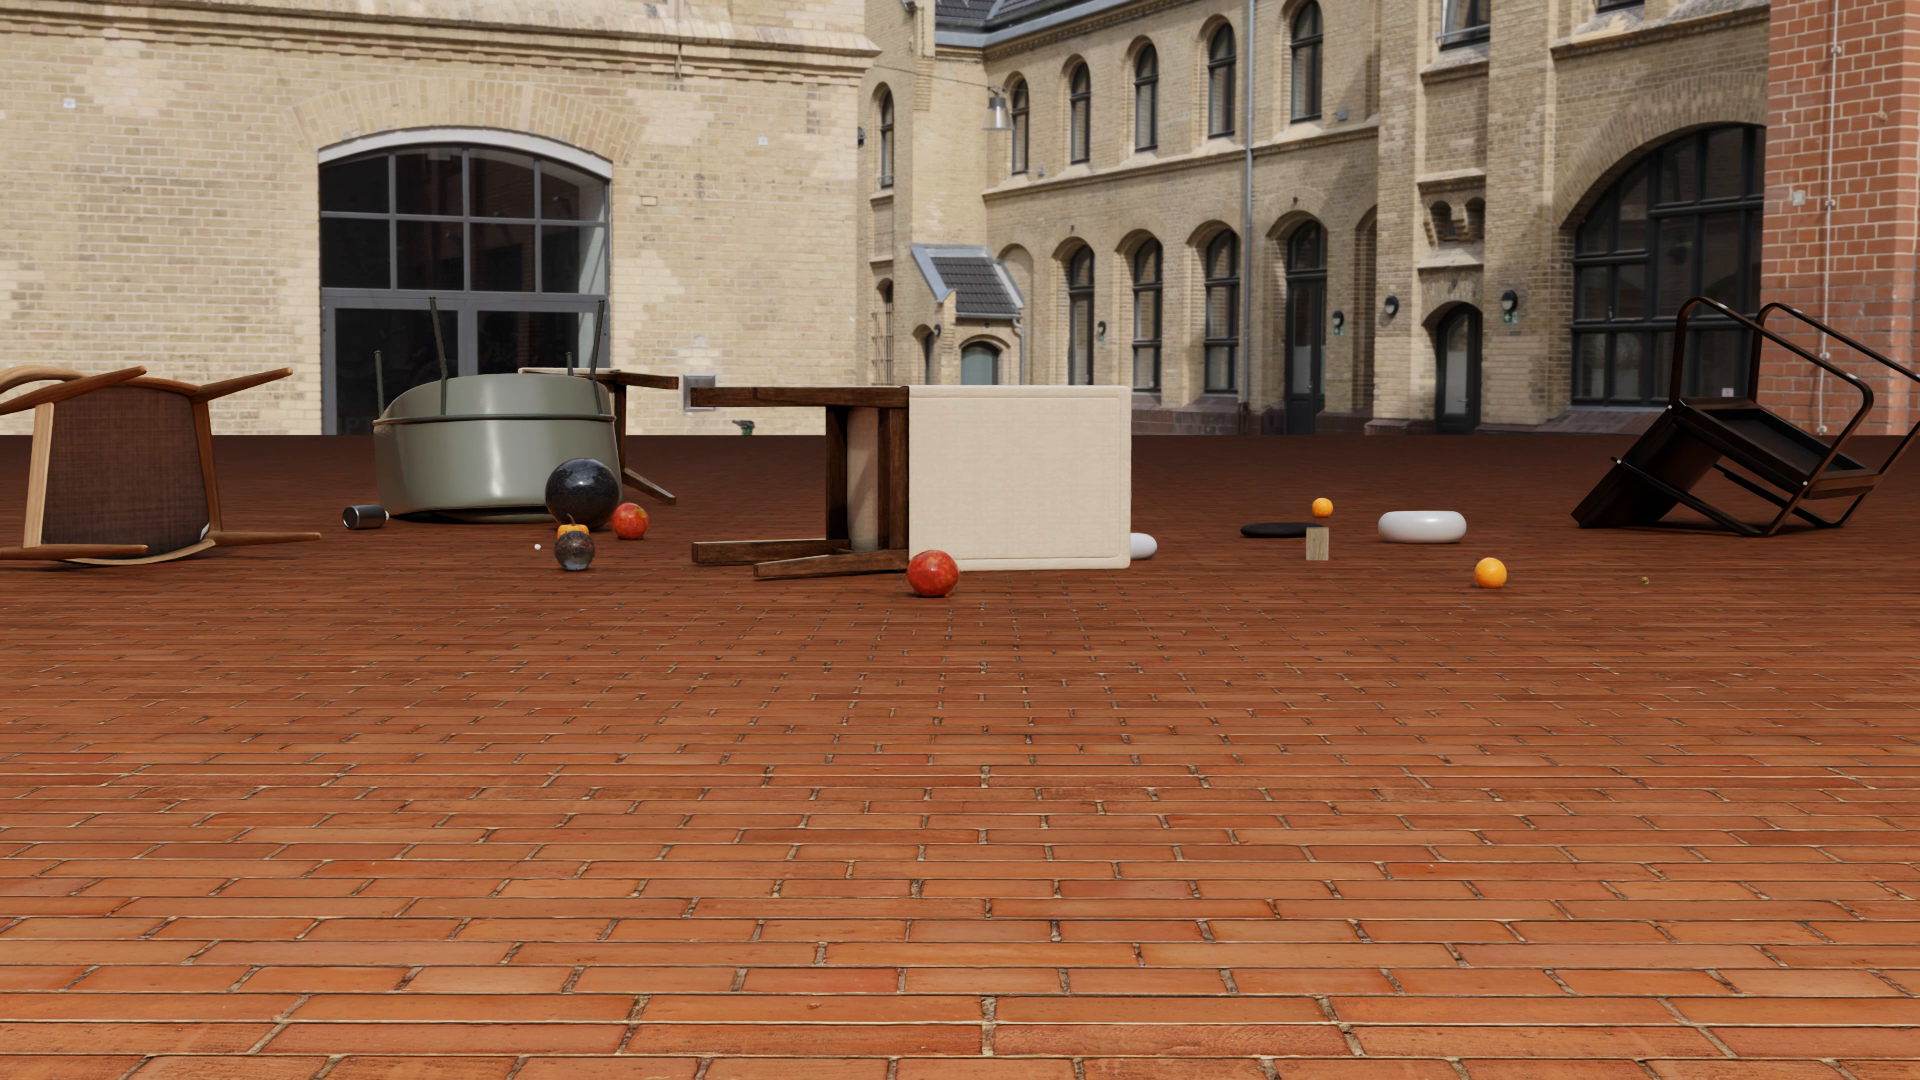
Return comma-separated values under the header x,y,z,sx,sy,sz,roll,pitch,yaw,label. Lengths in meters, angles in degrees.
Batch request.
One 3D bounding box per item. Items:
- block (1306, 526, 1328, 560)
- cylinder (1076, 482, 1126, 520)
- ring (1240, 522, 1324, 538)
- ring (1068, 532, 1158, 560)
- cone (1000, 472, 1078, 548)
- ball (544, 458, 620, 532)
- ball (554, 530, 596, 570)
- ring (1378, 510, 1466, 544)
x,y,z,sx,sy,sz,roll,pitch,yaw,label
0.943,0.010,5.799,0.058,0.083,0.072,1,4,10,block
0.487,-0.135,7.574,0.152,0.137,0.114,0,45,-5,cylinder
0.985,-0.030,6.698,0.285,0.040,0.152,-1,5,-21,ring
0.403,0.016,5.812,0.237,0.070,0.116,2,3,13,ring
0.176,-0.037,6.309,0.209,0.239,0.280,-38,4,40,cone
-1.189,-0.143,6.922,0.234,0.234,0.234,0,4,0,ball
-0.952,0.026,5.436,0.100,0.100,0.100,0,4,0,ball
1.350,-0.037,6.424,0.255,0.093,0.175,0,2,12,ring
